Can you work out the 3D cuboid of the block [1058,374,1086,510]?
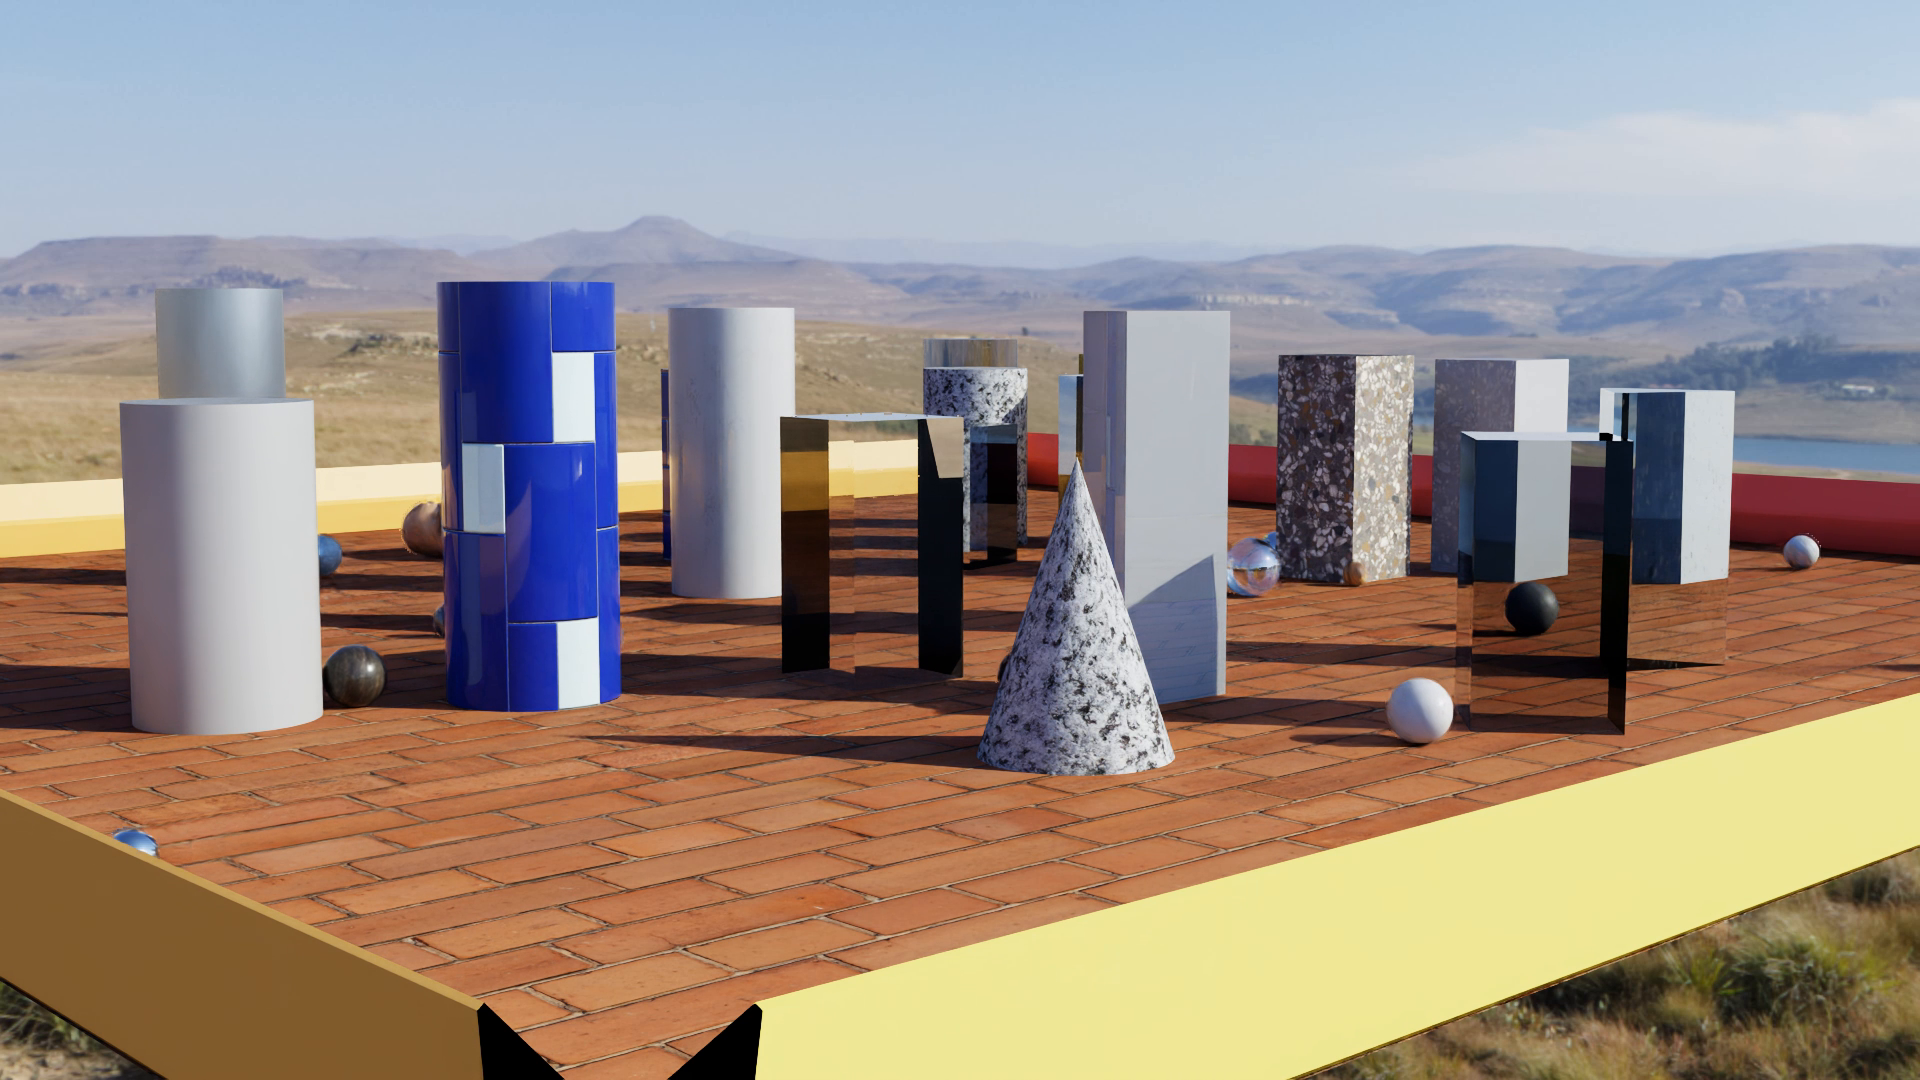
[{"bbox_3d":[0.250,-0.056,3.118,0.160,0.354,0.160,4,7,36],"label":"block"}]

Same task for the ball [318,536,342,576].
[{"bbox_3d":[-1.076,0.027,3.703,0.068,0.068,0.068,0,6,0],"label":"ball"}]

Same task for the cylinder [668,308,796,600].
[{"bbox_3d":[-0.360,-0.142,3.486,0.199,0.449,0.199,0,6,0],"label":"cylinder"}]

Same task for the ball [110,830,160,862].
[{"bbox_3d":[-0.645,0.247,1.710,0.043,0.043,0.043,0,6,0],"label":"ball"}]

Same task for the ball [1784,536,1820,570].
[{"bbox_3d":[1.455,0.021,3.803,0.059,0.059,0.059,0,6,0],"label":"ball"}]

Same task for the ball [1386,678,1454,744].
[{"bbox_3d":[0.475,0.176,2.271,0.068,0.068,0.068,0,6,0],"label":"ball"}]

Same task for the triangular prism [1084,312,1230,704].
[{"bbox_3d":[0.196,-0.042,2.550,0.173,0.444,0.150,-5,8,-40],"label":"triangular prism"}]

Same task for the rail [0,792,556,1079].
[{"bbox_3d":[-1.266,0.155,2.169,0.045,0.130,3.315,-5,8,-42],"label":"rail"}]

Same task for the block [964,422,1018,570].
[{"bbox_3d":[-0.008,-0.081,3.885,0.160,0.246,0.160,4,7,32],"label":"block"}]

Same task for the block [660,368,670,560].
[{"bbox_3d":[-0.422,-0.133,3.919,0.160,0.342,0.160,-4,7,-36],"label":"block"}]

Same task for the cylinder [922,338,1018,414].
[{"bbox_3d":[0.021,-0.228,4.621,0.199,0.386,0.199,0,6,0],"label":"cylinder"}]

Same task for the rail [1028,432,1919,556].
[{"bbox_3d":[1.266,-0.087,4.494,0.045,0.130,3.315,-5,8,-42],"label":"rail"}]

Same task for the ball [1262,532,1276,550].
[{"bbox_3d":[0.548,0.018,3.801,0.066,0.066,0.066,0,6,0],"label":"ball"}]

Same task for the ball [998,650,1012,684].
[{"bbox_3d":[0.078,0.153,2.473,0.072,0.072,0.072,0,6,0],"label":"ball"}]

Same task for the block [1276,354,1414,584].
[{"bbox_3d":[0.646,-0.124,3.693,0.160,0.371,0.160,-6,8,-43],"label":"block"}]

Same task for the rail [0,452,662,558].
[{"bbox_3d":[-1.108,-0.091,4.526,3.494,0.130,0.045,-5,8,-42],"label":"rail"}]

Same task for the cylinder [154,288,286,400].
[{"bbox_3d":[-1.213,-0.172,3.624,0.199,0.480,0.199,0,6,0],"label":"cylinder"}]

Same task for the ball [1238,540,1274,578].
[{"bbox_3d":[0.496,0.032,3.689,0.062,0.062,0.062,0,6,0],"label":"ball"}]

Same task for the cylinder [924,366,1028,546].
[{"bbox_3d":[0.029,-0.161,4.215,0.199,0.336,0.199,0,6,0],"label":"cylinder"}]

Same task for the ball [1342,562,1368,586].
[{"bbox_3d":[0.641,0.055,3.569,0.040,0.040,0.040,0,6,0],"label":"ball"}]

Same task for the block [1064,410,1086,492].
[{"bbox_3d":[0.288,-0.084,3.776,0.160,0.274,0.160,-3,7,-30],"label":"block"}]

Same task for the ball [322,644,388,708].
[{"bbox_3d":[-0.681,0.153,2.478,0.071,0.071,0.071,0,6,0],"label":"ball"}]

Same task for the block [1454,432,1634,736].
[{"bbox_3d":[0.630,0.042,2.387,0.160,0.310,0.160,1,6,7],"label":"block"}]

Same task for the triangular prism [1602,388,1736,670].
[{"bbox_3d":[0.860,-0.018,2.802,0.173,0.345,0.150,-2,6,-19],"label":"triangular prism"}]

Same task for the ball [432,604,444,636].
[{"bbox_3d":[-0.693,0.109,3.000,0.050,0.050,0.050,0,6,0],"label":"ball"}]

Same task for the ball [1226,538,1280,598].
[{"bbox_3d":[0.454,0.043,3.434,0.093,0.093,0.093,0,6,0],"label":"ball"}]

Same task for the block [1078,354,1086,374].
[{"bbox_3d":[0.334,-0.172,4.193,0.160,0.363,0.160,-3,7,-26],"label":"block"}]

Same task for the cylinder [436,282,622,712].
[{"bbox_3d":[-0.493,-0.056,2.524,0.199,0.477,0.199,0,6,0],"label":"cylinder"}]

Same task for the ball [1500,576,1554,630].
[{"bbox_3d":[0.796,0.088,3.088,0.073,0.073,0.073,0,6,0],"label":"ball"}]

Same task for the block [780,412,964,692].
[{"bbox_3d":[-0.108,0.009,2.678,0.160,0.317,0.160,-4,7,-37],"label":"block"}]

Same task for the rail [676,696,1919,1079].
[{"bbox_3d":[1.108,0.158,2.138,3.494,0.130,0.045,-5,8,-42],"label":"rail"}]

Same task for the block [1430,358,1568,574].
[{"bbox_3d":[0.922,-0.127,3.761,0.160,0.363,0.160,-6,8,-43],"label":"block"}]

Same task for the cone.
[{"bbox_3d":[0.116,0.067,2.198,0.199,0.301,0.199,0,6,0],"label":"cone"}]

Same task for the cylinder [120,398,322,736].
[{"bbox_3d":[-0.803,0.022,2.397,0.199,0.348,0.199,0,6,0],"label":"cylinder"}]

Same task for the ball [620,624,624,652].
[{"bbox_3d":[-0.458,0.120,2.685,0.093,0.093,0.093,0,6,0],"label":"ball"}]

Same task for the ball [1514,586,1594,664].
[{"bbox_3d":[0.753,0.107,2.790,0.098,0.098,0.098,0,6,0],"label":"ball"}]

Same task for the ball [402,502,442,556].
[{"bbox_3d":[-0.962,-0.019,3.994,0.100,0.100,0.100,0,6,0],"label":"ball"}]
